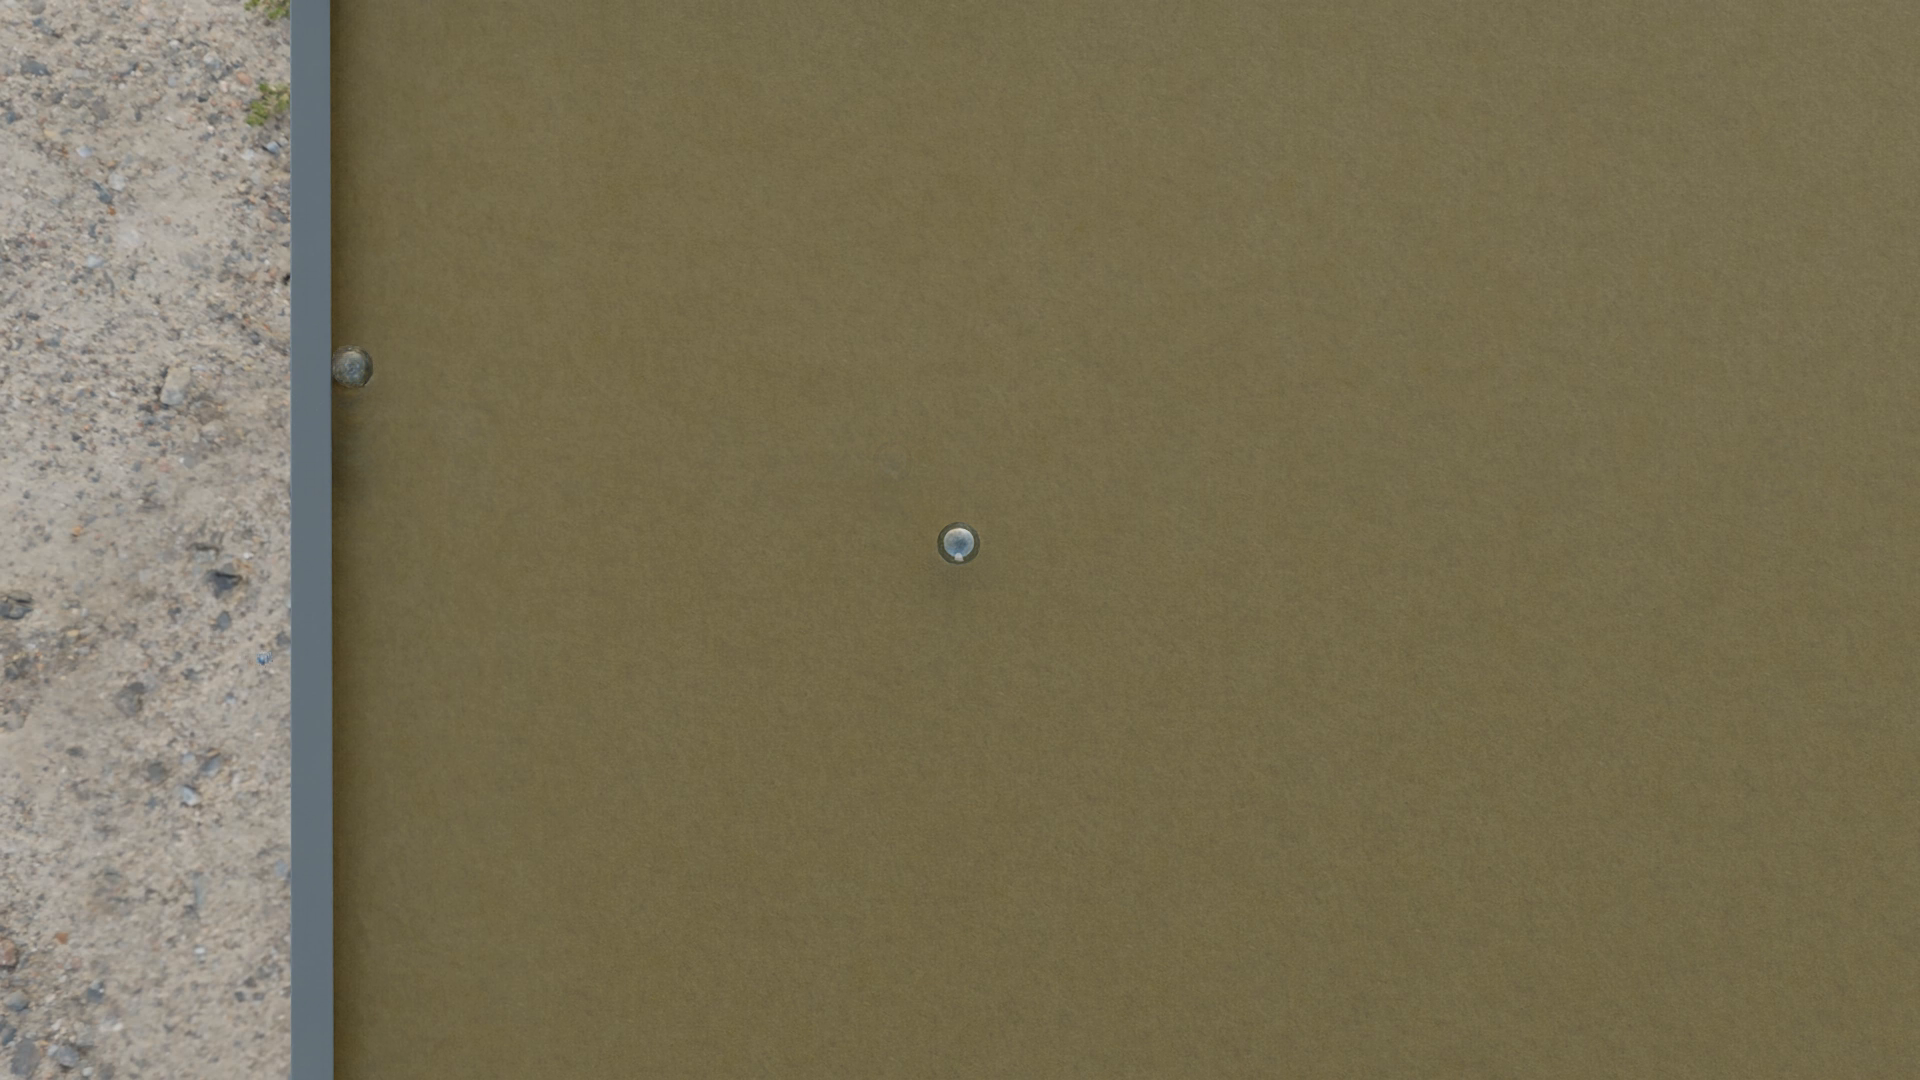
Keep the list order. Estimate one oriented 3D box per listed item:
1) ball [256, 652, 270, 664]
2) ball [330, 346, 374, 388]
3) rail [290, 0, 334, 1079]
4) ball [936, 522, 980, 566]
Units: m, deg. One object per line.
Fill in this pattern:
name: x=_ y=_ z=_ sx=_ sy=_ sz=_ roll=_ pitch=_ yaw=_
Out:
ball: x=-4.038 y=0.686 z=12.743 sx=0.076 sy=0.076 sz=0.076 roll=0 pitch=82 yaw=0
ball: x=-0.915 y=-0.261 z=3.308 sx=0.062 sy=0.062 sz=0.062 roll=0 pitch=82 yaw=0
rail: x=-0.950 y=0.038 z=3.246 sx=0.045 sy=0.099 sz=2.337 roll=-2 pitch=82 yaw=0
ball: x=-0.002 y=0.006 z=3.268 sx=0.065 sy=0.065 sz=0.065 roll=0 pitch=82 yaw=0
